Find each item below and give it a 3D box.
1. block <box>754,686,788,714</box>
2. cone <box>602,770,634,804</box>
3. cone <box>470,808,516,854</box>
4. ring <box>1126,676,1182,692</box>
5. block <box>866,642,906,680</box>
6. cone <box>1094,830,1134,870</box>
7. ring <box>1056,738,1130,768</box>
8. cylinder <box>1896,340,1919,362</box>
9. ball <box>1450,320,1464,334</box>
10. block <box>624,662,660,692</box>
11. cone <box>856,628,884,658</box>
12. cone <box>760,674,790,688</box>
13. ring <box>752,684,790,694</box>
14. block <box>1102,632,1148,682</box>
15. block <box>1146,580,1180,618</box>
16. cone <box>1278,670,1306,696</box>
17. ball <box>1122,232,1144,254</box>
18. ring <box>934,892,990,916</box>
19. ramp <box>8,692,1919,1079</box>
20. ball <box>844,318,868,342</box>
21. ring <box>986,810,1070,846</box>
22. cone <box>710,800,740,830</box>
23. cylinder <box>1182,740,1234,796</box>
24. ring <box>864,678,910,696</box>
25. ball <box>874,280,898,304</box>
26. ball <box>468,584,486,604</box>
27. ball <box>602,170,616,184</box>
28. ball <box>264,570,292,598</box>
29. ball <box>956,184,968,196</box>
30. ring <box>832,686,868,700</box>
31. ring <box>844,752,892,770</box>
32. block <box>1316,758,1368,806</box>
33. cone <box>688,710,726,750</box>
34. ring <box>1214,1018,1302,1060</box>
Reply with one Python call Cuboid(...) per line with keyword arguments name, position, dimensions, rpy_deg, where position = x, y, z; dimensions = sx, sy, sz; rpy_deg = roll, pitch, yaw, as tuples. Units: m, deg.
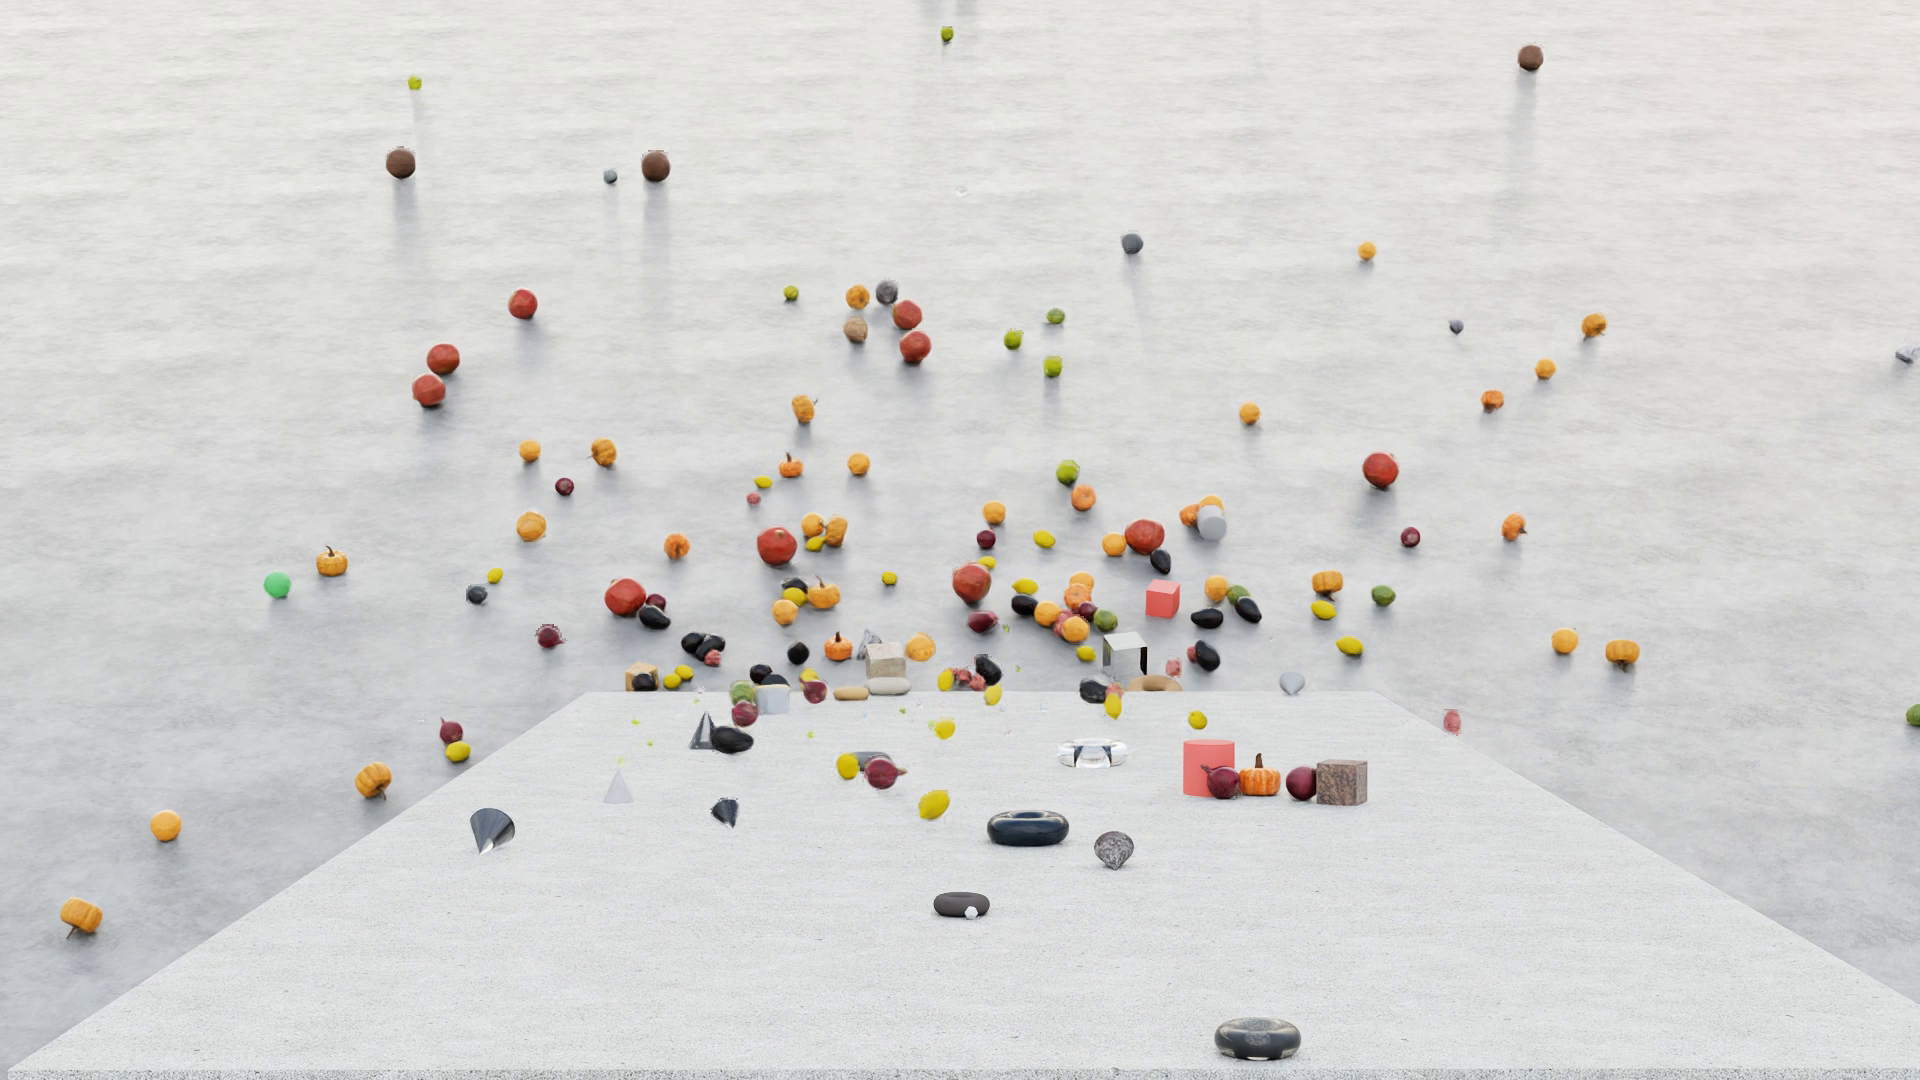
Cuboid(name="block", position=(-0.440, 0.375, 6.020), dimensions=(0.058, 0.058, 0.058), rpy_deg=(-1, 2, -36))
Cuboid(name="cone", position=(-0.597, 0.428, 4.498), dimensions=(0.057, 0.057, 0.057), rpy_deg=(0, 2, 0))
Cuboid(name="cone", position=(-0.724, 0.460, 3.936), dimensions=(0.072, 0.072, 0.072), rpy_deg=(2, 29, 5))
Cuboid(name="ring", position=(0.505, 0.398, 6.685), dimensions=(0.149, 0.050, 0.149), rpy_deg=(-1, 25, 0))
Cuboid(name="block", position=(-0.196, 0.332, 6.778), dimensions=(0.091, 0.091, 0.091), rpy_deg=(-4, 25, -9))
Cuboid(name="cone", position=(0.227, 0.468, 3.775), dimensions=(0.059, 0.059, 0.059), rpy_deg=(0, 31, 0))
Cuboid(name="ring", position=(0.259, 0.415, 5.018), dimensions=(0.143, 0.048, 0.143), rpy_deg=(-1, 2, 0))
Cuboid(name="cylinder", position=(3.315, -0.659, 9.004), dimensions=(0.062, 0.062, 0.062), rpy_deg=(22, 32, 39))
Cuboid(name="ball", position=(1.785, -0.768, 9.261), dimensions=(0.050, 0.050, 0.050), rpy_deg=(0, 24, 0))
Cuboid(name="block", position=(-0.832, 0.365, 6.740), dimensions=(0.063, 0.063, 0.063), rpy_deg=(10, 26, 21))
Cuboid(name="cone", position=(-0.253, 0.293, 6.931), dimensions=(0.077, 0.077, 0.077), rpy_deg=(-44, 42, -20))
Cuboid(name="cone", position=(-0.471, 0.390, 6.716), dimensions=(0.081, 0.081, 0.081), rpy_deg=(7, -2, 14))
Cuboid(name="ring", position=(-0.467, 0.376, 6.383), dimensions=(0.094, 0.031, 0.094), rpy_deg=(-3, -1, 0))
Cuboid(name="block", position=(0.437, 0.309, 6.827), dimensions=(0.093, 0.093, 0.093), rpy_deg=(-6, 25, -14))
Cuboid(name="block", position=(0.564, 0.164, 7.168), dimensions=(0.076, 0.076, 0.076), rpy_deg=(9, 26, 18))
Cuboid(name="cone", position=(0.832, 0.373, 6.459), dimensions=(0.066, 0.066, 0.066), rpy_deg=(3, 29, 7))
Cuboid(name="ball", position=(0.675, -1.161, 10.086), dimensions=(0.086, 0.086, 0.086), rpy_deg=(0, 24, 0))
Cuboid(name="ring", position=(0.002, 0.481, 3.406), dimensions=(0.075, 0.025, 0.075), rpy_deg=(1, 1, 0))
Cuboid(name="ramp", position=(0.056, 0.504, 4.549), dimensions=(2.000, 0.100, 4.000), rpy_deg=(0, 2, 0))
Cuboid(name="ball", position=(-0.369, -0.747, 9.168), dimensions=(0.088, 0.088, 0.088), rpy_deg=(0, 24, 0))
Cuboid(name="ring", position=(0.106, 0.451, 4.032), dimensions=(0.131, 0.044, 0.131), rpy_deg=(-1, 2, 0))
Cuboid(name="cone", position=(-0.374, 0.456, 4.184), dimensions=(0.050, 0.050, 0.050), rpy_deg=(-8, 31, -17))
Cuboid(name="cylinder", position=(0.444, 0.406, 4.600), dimensions=(0.092, 0.092, 0.092), rpy_deg=(0, 2, 0))
Cuboid(name="ring", position=(-0.182, 0.369, 6.486), dimensions=(0.117, 0.039, 0.117), rpy_deg=(-1, 3, 0))
Cuboid(name="ball", position=(-0.272, -0.916, 9.542), dimensions=(0.088, 0.088, 0.088), rpy_deg=(0, 24, 0))
Cuboid(name="ball", position=(-1.353, 0.153, 7.219), dimensions=(0.054, 0.054, 0.054), rpy_deg=(0, 24, 0))
Cuboid(name="ball", position=(-1.492, -1.548, 10.973), dimensions=(0.061, 0.061, 0.061), rpy_deg=(0, 24, 0))
Cuboid(name="ball", position=(-1.923, 0.123, 7.259), dimensions=(0.075, 0.075, 0.075), rpy_deg=(0, 24, 0))
Cuboid(name="ball", position=(0.004, -1.464, 10.798), dimensions=(0.050, 0.050, 0.050), rpy_deg=(0, 24, 0))
Cuboid(name="ring", position=(-0.269, 0.378, 6.350), dimensions=(0.089, 0.030, 0.089), rpy_deg=(0, 1, 0))
Cuboid(name="ring", position=(-0.178, 0.426, 4.961), dimensions=(0.091, 0.030, 0.091), rpy_deg=(-1, 3, 0))
Cuboid(name="block", position=(0.664, 0.421, 4.477), dimensions=(0.071, 0.071, 0.071), rpy_deg=(1, 2, 25))
Cuboid(name="cone", position=(-0.523, 0.388, 5.315), dimensions=(0.080, 0.080, 0.080), rpy_deg=(0, 2, 0))
Cuboid(name="ring", position=(0.302, 0.506, 2.617), dimensions=(0.089, 0.030, 0.089), rpy_deg=(-1, 3, 0))
